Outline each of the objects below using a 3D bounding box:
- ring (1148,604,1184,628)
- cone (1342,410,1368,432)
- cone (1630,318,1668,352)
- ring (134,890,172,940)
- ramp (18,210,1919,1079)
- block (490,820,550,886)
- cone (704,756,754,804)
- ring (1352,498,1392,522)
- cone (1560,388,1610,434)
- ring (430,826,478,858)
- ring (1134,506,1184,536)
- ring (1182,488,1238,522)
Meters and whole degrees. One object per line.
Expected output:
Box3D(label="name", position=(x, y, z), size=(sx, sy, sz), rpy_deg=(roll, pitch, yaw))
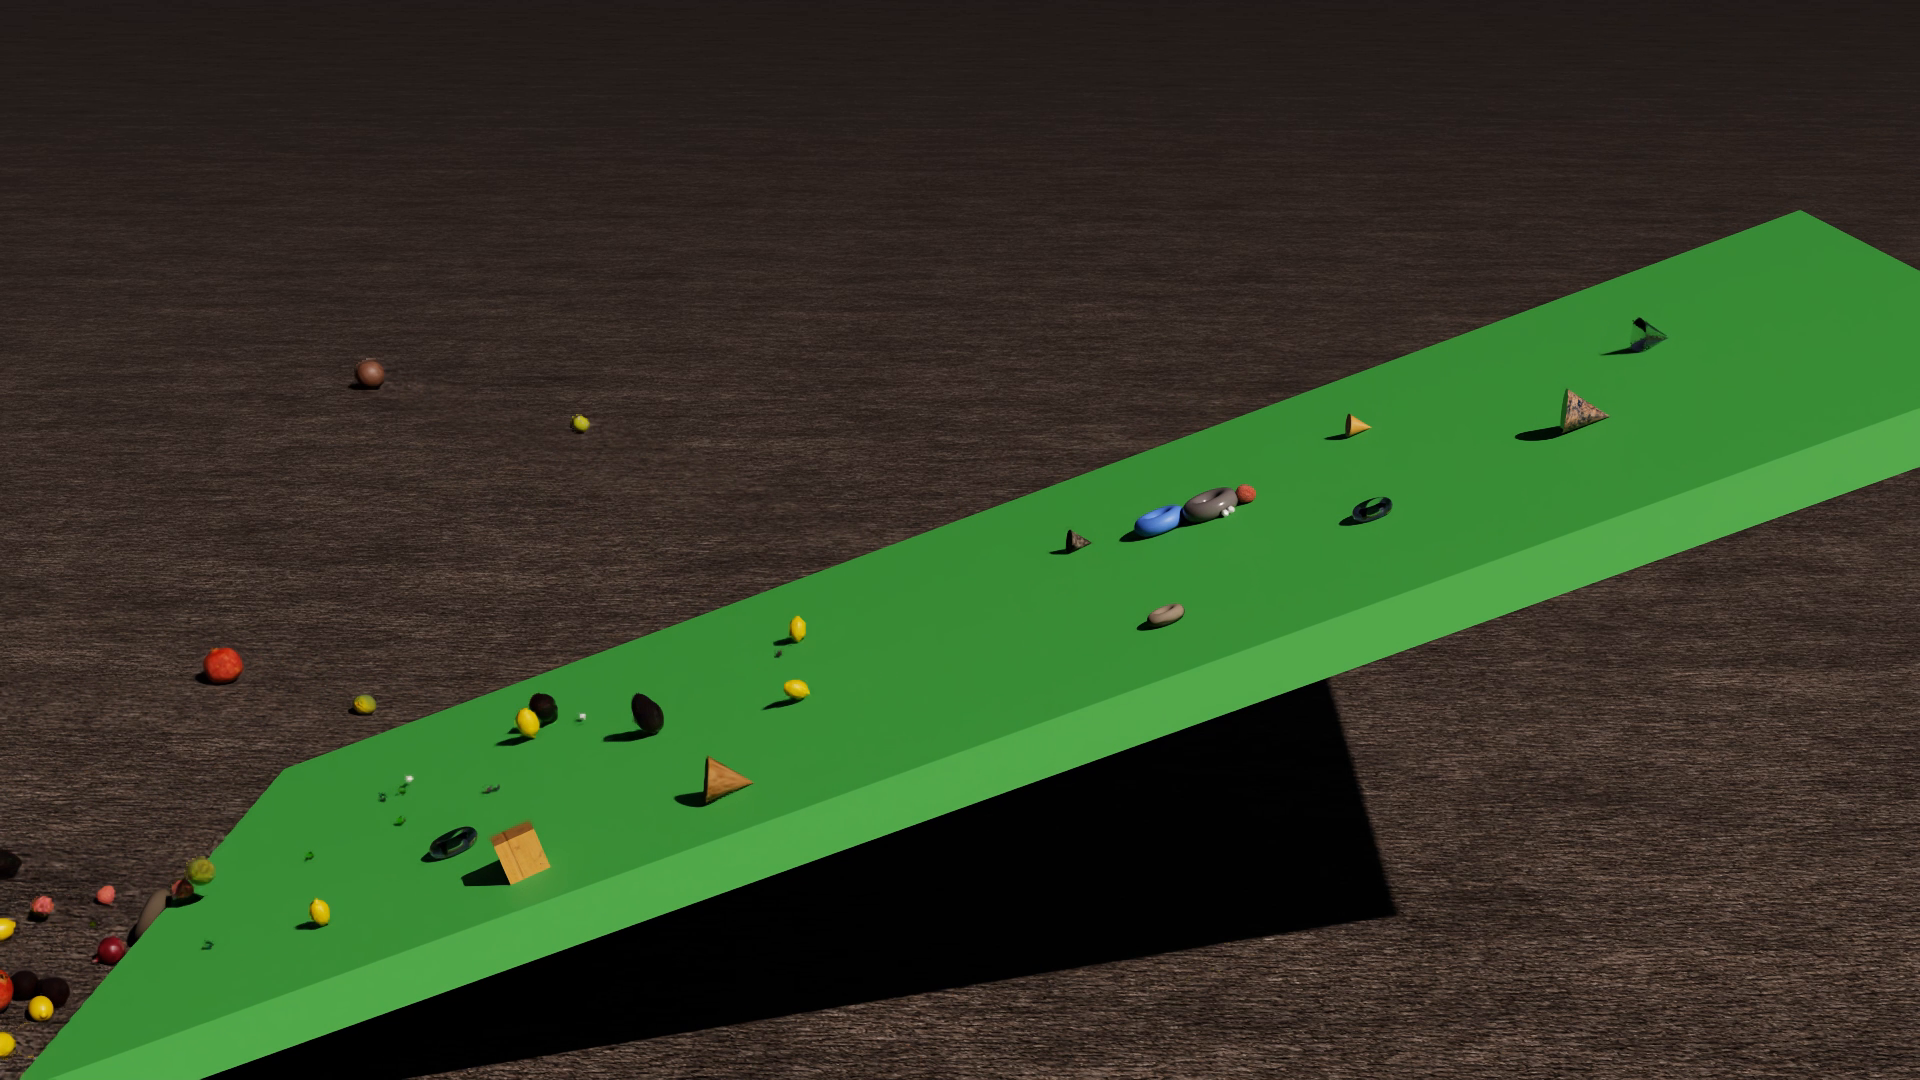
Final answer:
Box3D(label="ring", position=(0.394, 0.144, 5.632), size=(0.075, 0.025, 0.075), rpy_deg=(-21, 10, 4))
Box3D(label="cone", position=(0.889, -0.252, 6.536), size=(0.054, 0.054, 0.054), rpy_deg=(30, -1, -27))
Box3D(label="cone", position=(1.481, -0.435, 6.282), size=(0.072, 0.072, 0.072), rpy_deg=(3, 12, -14))
Box3D(label="ring", position=(-1.797, 0.840, 6.549), size=(0.045, 0.135, 0.135), rpy_deg=(24, 12, -6))
Box3D(label="ramp", position=(0.120, 0.175, 6.293), size=(4.000, 0.100, 2.000), rpy_deg=(-20, 12, 7))
Box3D(label="block", position=(-0.845, 0.600, 5.651), size=(0.082, 0.082, 0.082), rpy_deg=(-24, 12, -11))
Box3D(label="cone", position=(-0.441, 0.464, 5.645), size=(0.092, 0.092, 0.092), rpy_deg=(4, 13, -9))
Box3D(label="ring", position=(0.814, -0.060, 5.801), size=(0.083, 0.028, 0.083), rpy_deg=(-20, 13, 5))
Box3D(label="cone", position=(1.247, -0.251, 5.848), size=(0.092, 0.092, 0.092), rpy_deg=(7, 14, 5))
Box3D(label="ring", position=(-1.037, 0.620, 6.023), size=(0.105, 0.035, 0.105), rpy_deg=(-22, 10, 4))
Box3D(label="ring", position=(0.433, -0.041, 6.366), size=(0.116, 0.039, 0.116), rpy_deg=(-21, 10, 4))
Box3D(label="ring", position=(0.538, -0.075, 6.323), size=(0.126, 0.042, 0.126), rpy_deg=(-21, 13, 5))
